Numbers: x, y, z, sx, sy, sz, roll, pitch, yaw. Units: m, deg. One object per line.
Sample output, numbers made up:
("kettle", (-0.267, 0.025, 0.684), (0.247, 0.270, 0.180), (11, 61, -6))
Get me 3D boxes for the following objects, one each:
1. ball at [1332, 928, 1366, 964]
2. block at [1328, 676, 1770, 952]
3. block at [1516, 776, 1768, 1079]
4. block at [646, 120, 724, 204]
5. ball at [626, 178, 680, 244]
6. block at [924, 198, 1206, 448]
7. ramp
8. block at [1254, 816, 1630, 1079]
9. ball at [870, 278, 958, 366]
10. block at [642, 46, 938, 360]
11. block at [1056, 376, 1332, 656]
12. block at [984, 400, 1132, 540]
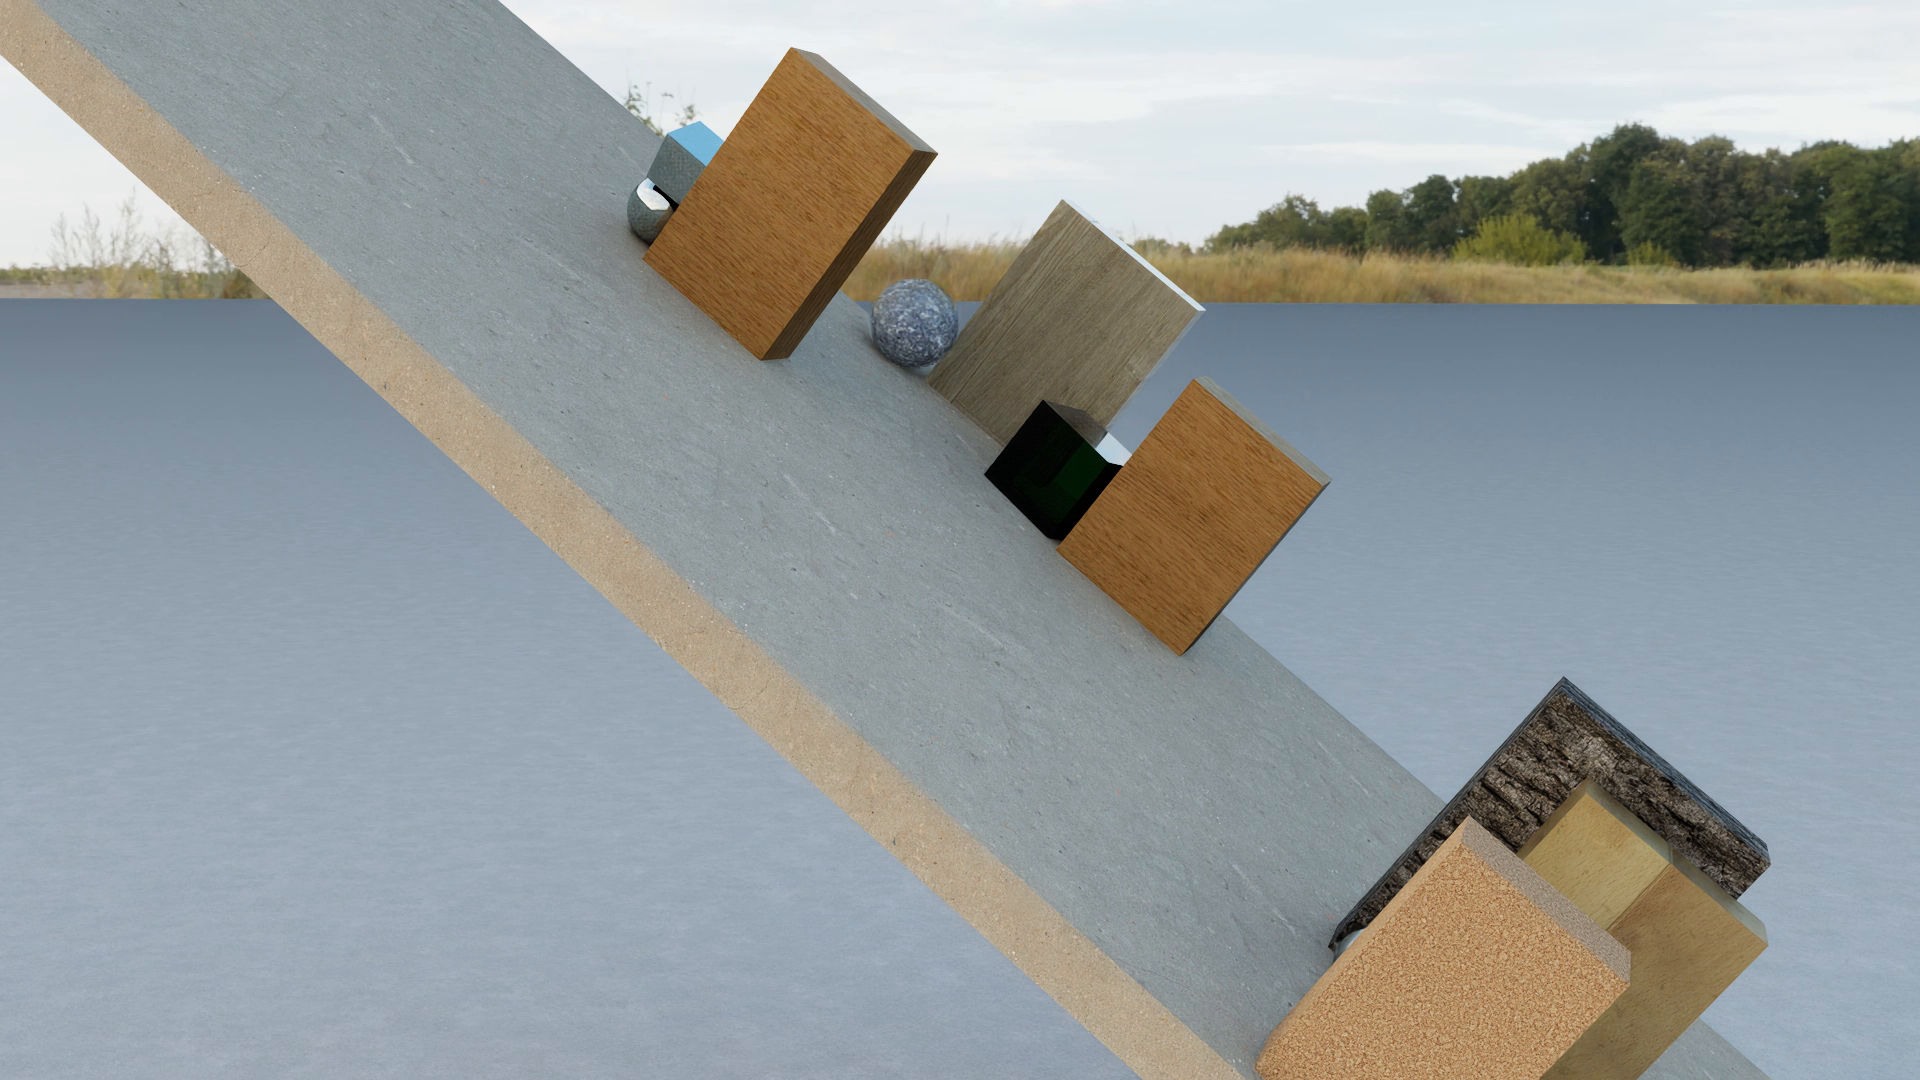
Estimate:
("ball", (0.642, 0.668, 3.447), (0.116, 0.116, 0.116), (0, 7, 0))
("block", (0.938, 0.572, 3.532), (0.407, 0.567, 0.129), (41, 16, 9))
("block", (0.935, 0.669, 3.391), (0.340, 0.495, 0.117), (41, 16, 9))
("block", (-0.523, -0.734, 4.311), (0.110, 0.110, 0.110), (41, 37, 9))
("ball", (-0.594, -0.655, 4.377), (0.137, 0.137, 0.137), (0, 7, 0))
("block", (0.228, -0.429, 4.858), (0.387, 0.509, 0.087), (41, 16, 9))
("ramp", (-0.020, 0.072, 4.049), (4.000, 0.100, 2.000), (41, 16, 9))
("block", (0.652, 0.638, 2.982), (0.278, 0.430, 0.146), (41, 16, 9))
("ball", (-0.101, -0.481, 4.860), (0.195, 0.195, 0.195), (0, 7, 0))
("block", (-0.329, -0.644, 4.250), (0.313, 0.505, 0.148), (41, 16, 9))
("block", (0.473, -0.050, 4.452), (0.331, 0.450, 0.146), (41, 16, 9))
("block", (0.225, -0.140, 4.609), (0.204, 0.204, 0.204), (46, 18, 24))
